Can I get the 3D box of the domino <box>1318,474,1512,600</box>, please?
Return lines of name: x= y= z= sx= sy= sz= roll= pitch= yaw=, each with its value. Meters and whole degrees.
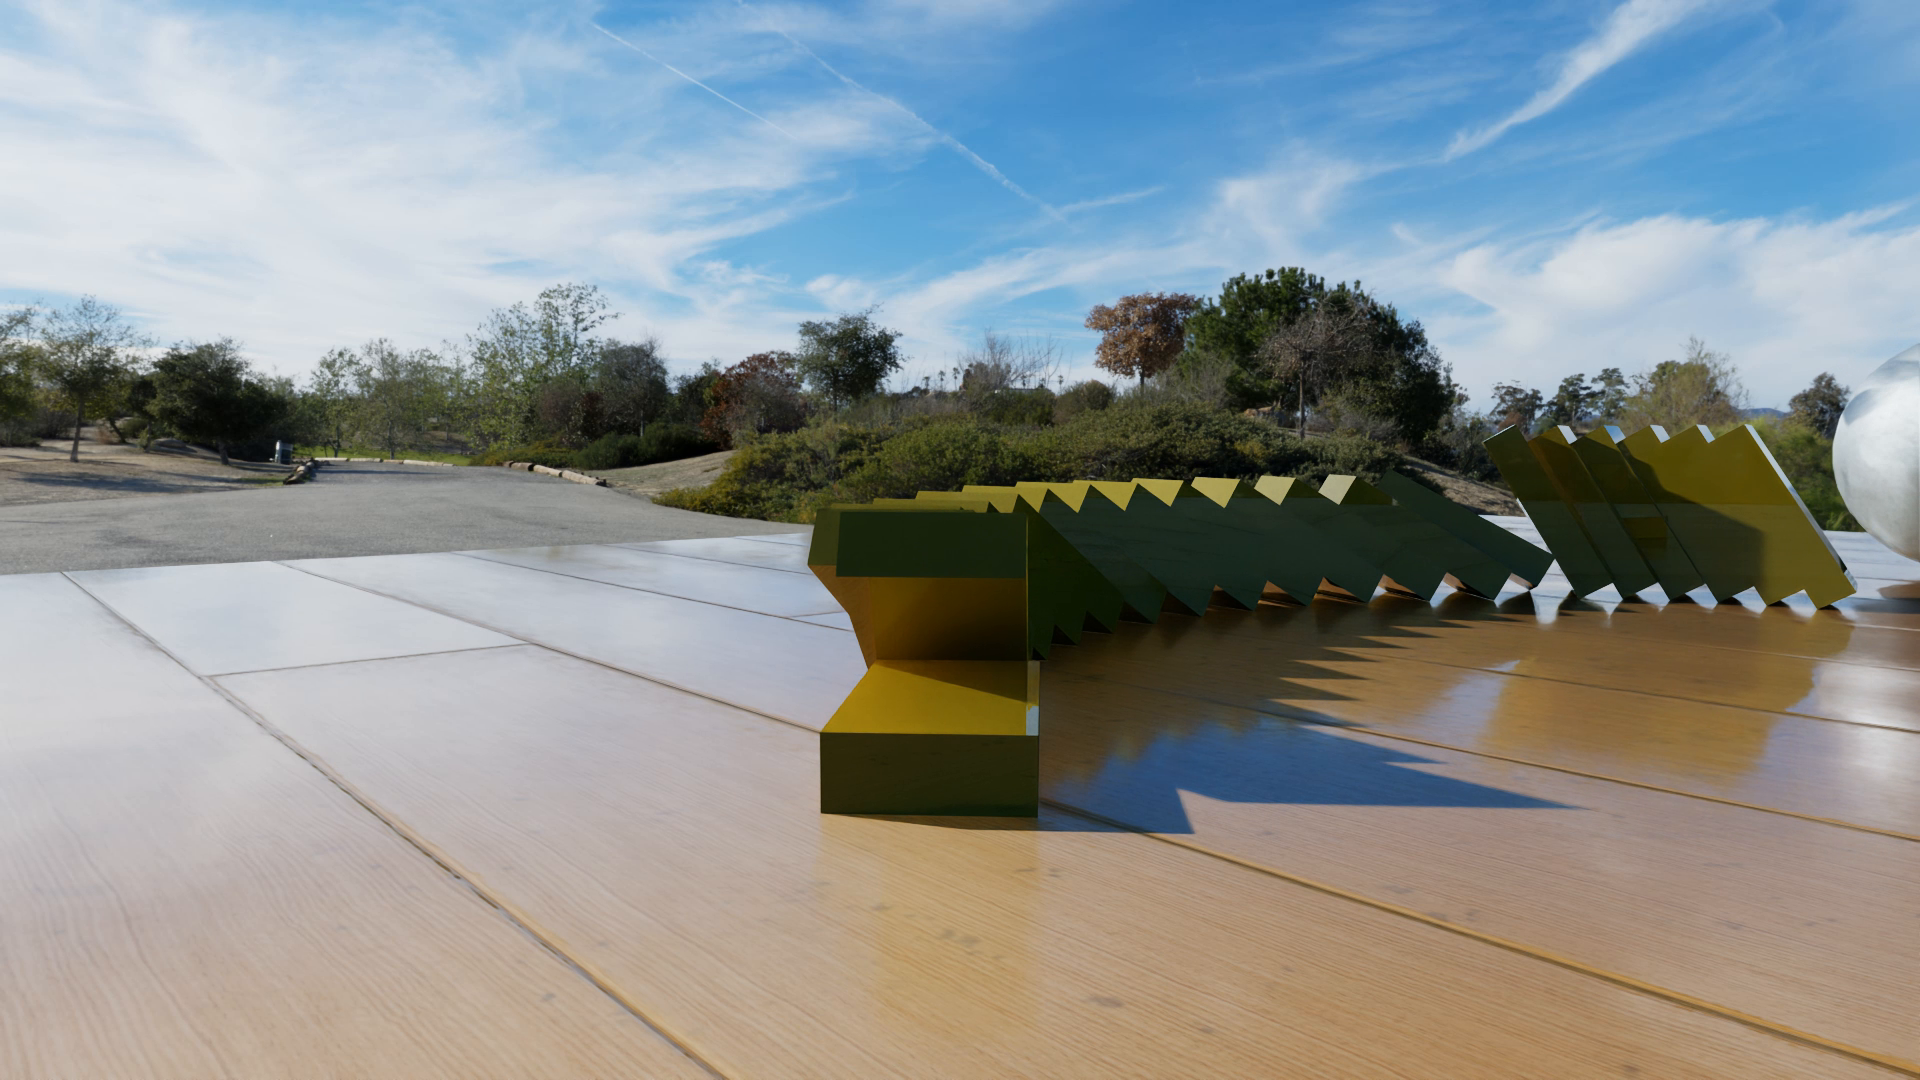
domino: x=0.126 y=-0.001 z=0.359 sx=0.050 sy=0.009 sz=0.025 roll=31 pitch=3 yaw=-2

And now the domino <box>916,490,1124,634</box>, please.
domino: x=0.013 y=0.005 z=0.277 sx=0.025 sy=0.010 sz=0.050 roll=3 pitch=-24 yaw=36

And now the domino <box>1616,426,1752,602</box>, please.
domino: x=0.203 y=-0.008 z=0.357 sx=0.010 sy=0.050 sz=0.025 roll=-35 pitch=-16 yaw=32

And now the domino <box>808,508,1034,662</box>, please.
domino: x=-0.005 y=0.010 z=0.215 sx=0.025 sy=0.010 sz=0.050 roll=1 pitch=-25 yaw=15

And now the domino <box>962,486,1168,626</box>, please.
domino: x=0.023 y=0.004 z=0.295 sx=0.025 sy=0.009 sz=0.050 roll=4 pitch=-24 yaw=45

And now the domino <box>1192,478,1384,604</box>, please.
domino: x=0.087 y=0.000 z=0.346 sx=0.050 sy=0.009 sz=0.025 roll=30 pitch=-5 yaw=-16

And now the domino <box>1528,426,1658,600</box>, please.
domino: x=0.181 y=-0.009 z=0.365 sx=0.009 sy=0.050 sz=0.025 roll=-34 pitch=-14 yaw=29

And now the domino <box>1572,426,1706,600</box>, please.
domino: x=0.193 y=-0.008 z=0.362 sx=0.009 sy=0.050 sz=0.025 roll=-35 pitch=-16 yaw=32

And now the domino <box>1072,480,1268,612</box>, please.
domino: x=0.052 y=0.002 z=0.325 sx=0.050 sy=0.009 sz=0.025 roll=32 pitch=-13 yaw=-29

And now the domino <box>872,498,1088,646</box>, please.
domino: x=0.004 y=0.007 z=0.258 sx=0.025 sy=0.010 sz=0.050 roll=2 pitch=-23 yaw=30

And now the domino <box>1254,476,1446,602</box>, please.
domino: x=0.106 y=-0.001 z=0.354 sx=0.050 sy=0.009 sz=0.025 roll=30 pitch=0 yaw=-8

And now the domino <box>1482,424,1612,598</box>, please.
domino: x=0.166 y=-0.009 z=0.365 sx=0.010 sy=0.050 sz=0.025 roll=-31 pitch=-7 yaw=20

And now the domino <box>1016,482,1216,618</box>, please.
domino: x=0.037 y=0.003 z=0.311 sx=0.050 sy=0.009 sz=0.025 roll=34 pitch=-17 yaw=-35

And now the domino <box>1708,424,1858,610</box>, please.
domino: x=0.220 y=-0.007 z=0.343 sx=0.010 sy=0.050 sz=0.025 roll=-35 pitch=-16 yaw=32

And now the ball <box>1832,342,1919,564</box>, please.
ball: x=0.333 y=-0.029 z=0.419 sx=0.080 sy=0.080 sz=0.080 roll=0 pitch=4 yaw=0

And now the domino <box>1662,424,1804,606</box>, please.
domino: x=0.212 y=-0.008 z=0.351 sx=0.010 sy=0.050 sz=0.025 roll=-35 pitch=-16 yaw=32

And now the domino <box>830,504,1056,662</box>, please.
domino: x=-0.003 y=0.009 z=0.238 sx=0.025 sy=0.009 sz=0.050 roll=2 pitch=-24 yaw=26

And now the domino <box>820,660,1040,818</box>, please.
domino: x=-0.002 y=0.025 z=0.172 sx=0.025 sy=0.010 sz=0.050 roll=0 pitch=4 yaw=4

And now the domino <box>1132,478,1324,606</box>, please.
domino: x=0.068 y=0.001 z=0.338 sx=0.050 sy=0.009 sz=0.025 roll=31 pitch=-8 yaw=-21

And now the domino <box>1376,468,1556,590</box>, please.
domino: x=0.144 y=-0.003 z=0.368 sx=0.050 sy=0.009 sz=0.025 roll=32 pitch=6 yaw=19

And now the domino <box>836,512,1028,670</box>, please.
domino: x=-0.002 y=0.011 z=0.192 sx=0.025 sy=0.009 sz=0.050 roll=0 pitch=-25 yaw=3
